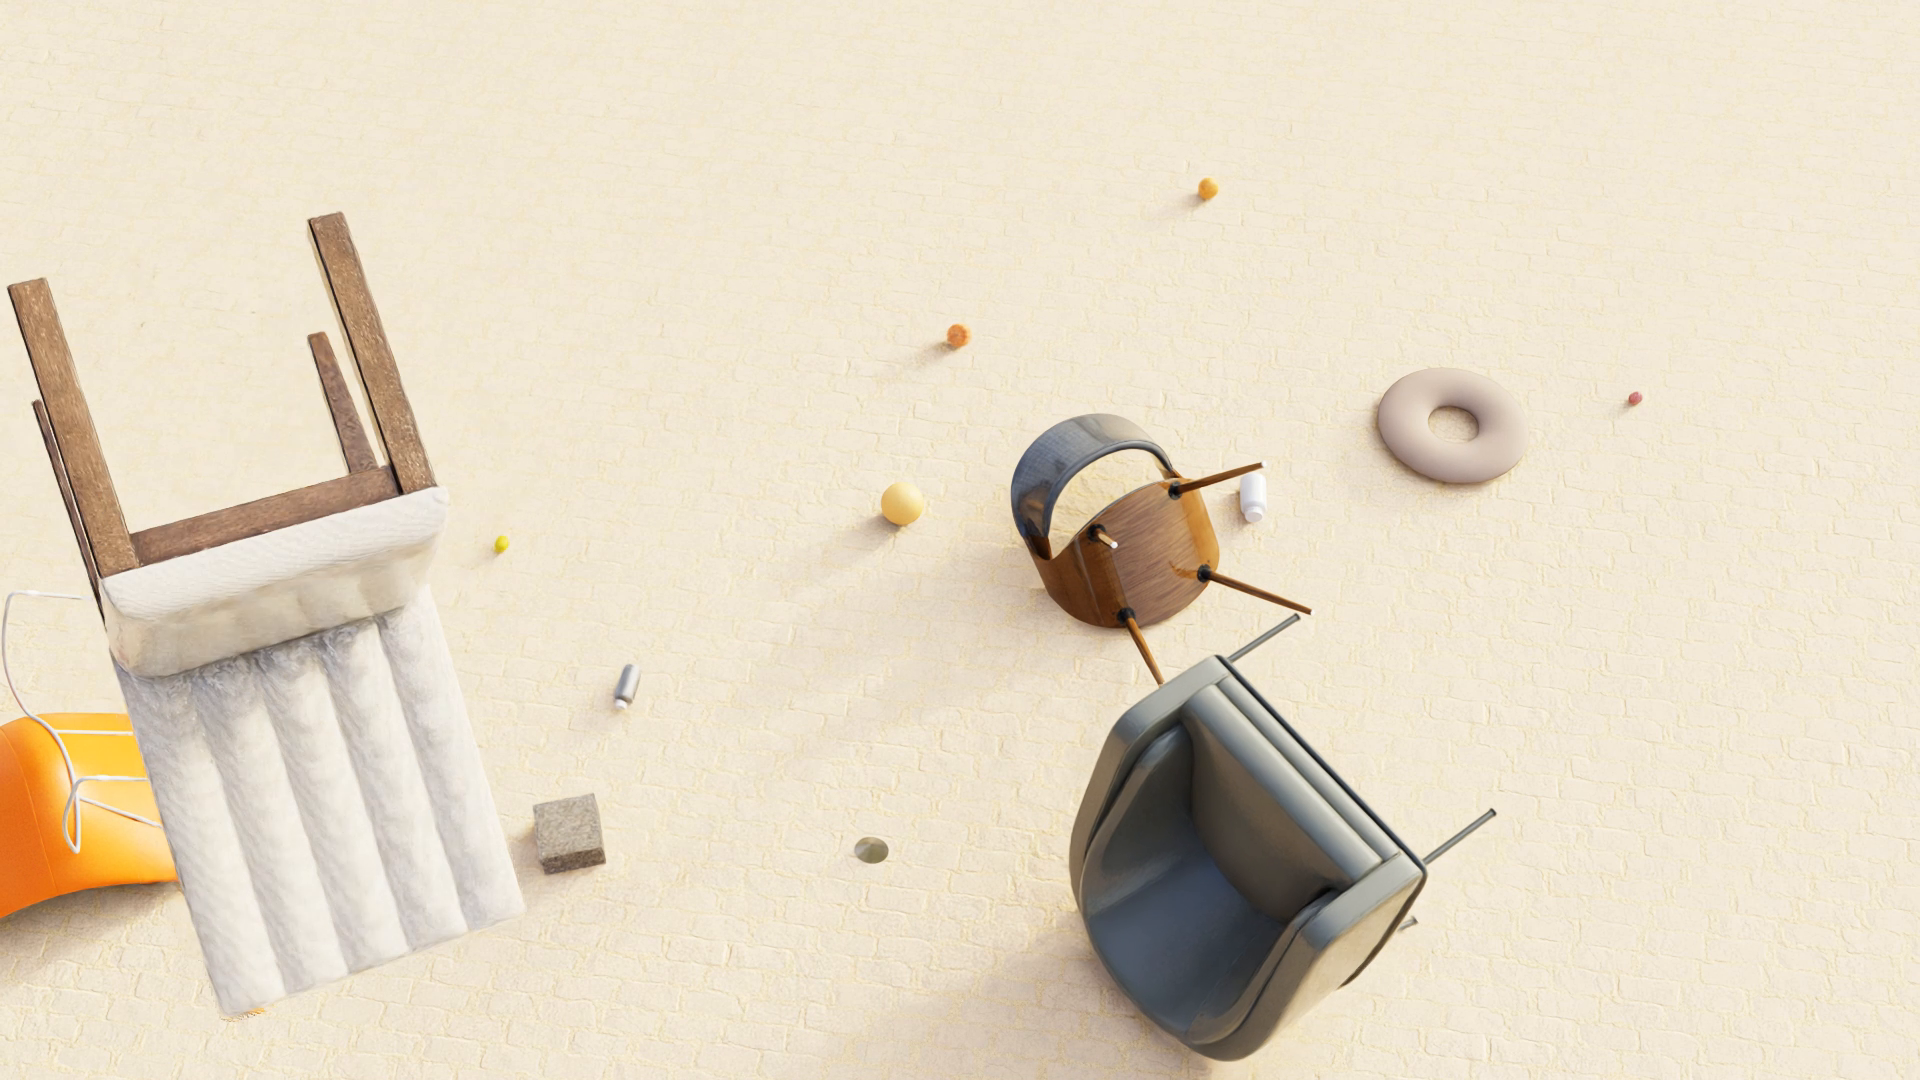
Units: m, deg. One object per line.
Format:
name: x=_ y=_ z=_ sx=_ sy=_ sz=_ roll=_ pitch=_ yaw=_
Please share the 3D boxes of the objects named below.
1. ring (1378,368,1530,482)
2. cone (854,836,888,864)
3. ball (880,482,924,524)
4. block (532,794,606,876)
ring: x=1.519 y=-0.355 z=6.773 sx=0.466 sy=0.066 sz=0.436 roll=18 pitch=58 yaw=12
cone: x=-0.241 y=0.836 z=5.989 sx=0.096 sy=0.040 sz=0.082 roll=12 pitch=57 yaw=8
ball: x=-0.172 y=-0.109 z=6.570 sx=0.129 sy=0.129 sz=0.129 roll=0 pitch=56 yaw=0
block: x=-1.061 y=0.799 z=5.976 sx=0.168 sy=0.101 sz=0.166 roll=-11 pitch=57 yaw=-7
